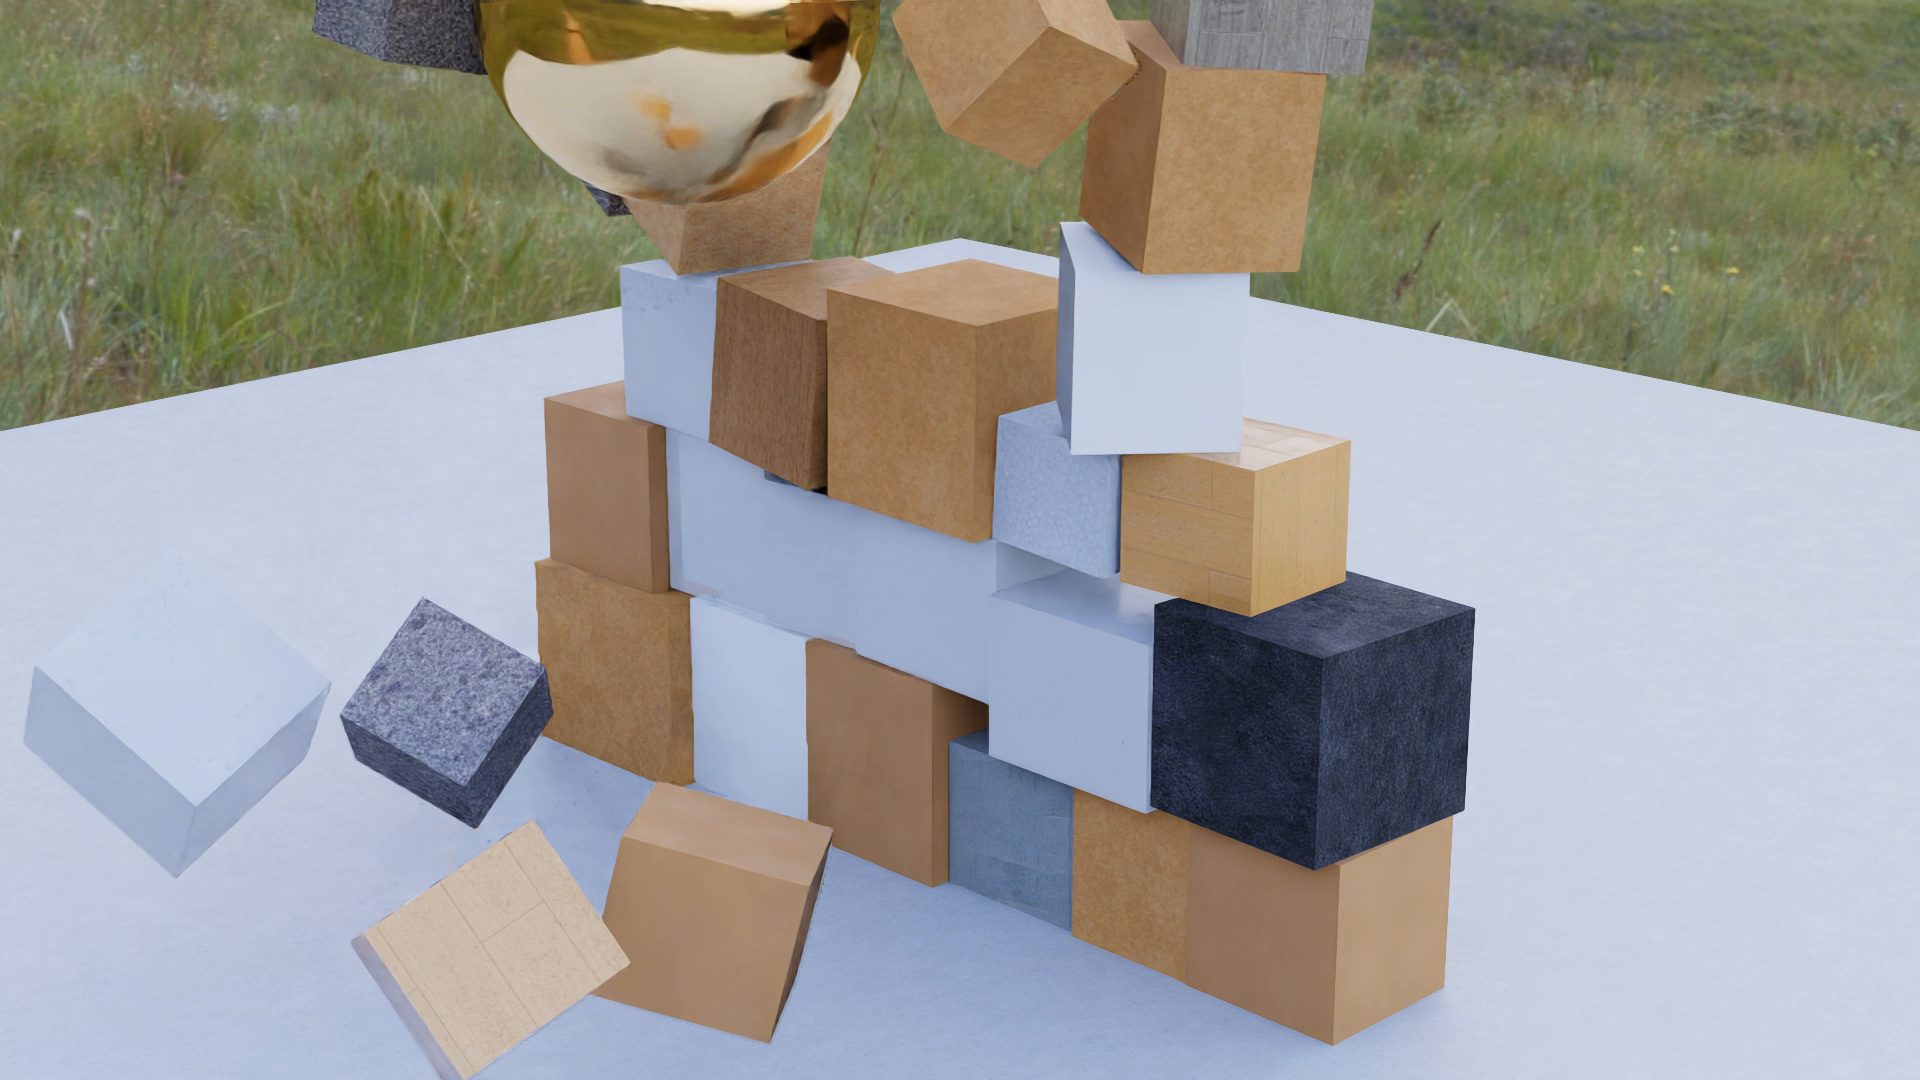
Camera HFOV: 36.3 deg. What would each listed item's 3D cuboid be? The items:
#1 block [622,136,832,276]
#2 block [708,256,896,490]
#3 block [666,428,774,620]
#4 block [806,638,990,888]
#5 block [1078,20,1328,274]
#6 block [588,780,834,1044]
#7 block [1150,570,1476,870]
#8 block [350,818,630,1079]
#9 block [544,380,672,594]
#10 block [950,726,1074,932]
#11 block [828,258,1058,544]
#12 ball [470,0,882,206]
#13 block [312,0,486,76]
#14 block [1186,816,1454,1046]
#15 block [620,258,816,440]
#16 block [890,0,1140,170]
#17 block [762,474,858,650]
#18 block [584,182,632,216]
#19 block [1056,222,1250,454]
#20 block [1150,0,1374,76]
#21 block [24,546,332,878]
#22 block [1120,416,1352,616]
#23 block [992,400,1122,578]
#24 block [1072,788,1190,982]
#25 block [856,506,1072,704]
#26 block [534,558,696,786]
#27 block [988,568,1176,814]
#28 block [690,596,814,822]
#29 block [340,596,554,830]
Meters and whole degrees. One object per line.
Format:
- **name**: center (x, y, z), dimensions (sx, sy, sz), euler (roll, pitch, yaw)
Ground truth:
- **block**: center (-1.124, -1.796, 14.041), dimensions (0.701, 0.729, 0.683), euler (-10, 43, -28)
- **block**: center (-0.603, -0.787, 13.563), dimensions (0.799, 0.802, 0.727), euler (-14, 29, -40)
- **block**: center (-0.919, -0.165, 14.259), dimensions (0.717, 0.835, 0.702), euler (17, 24, 42)
- **block**: center (-0.105, 0.930, 13.755), dimensions (0.897, 0.978, 0.837), euler (-17, 24, -42)
- **block**: center (0.948, -1.567, 11.632), dimensions (0.664, 0.811, 0.739), euler (-3, 25, -18)
- **block**: center (-0.946, 1.408, 11.193), dimensions (0.718, 0.636, 0.709), euler (15, 13, 2)
- **block**: center (1.441, 0.691, 12.038), dimensions (0.934, 0.883, 0.904), euler (-15, 22, -40)
- **block**: center (-1.625, 1.416, 10.070), dimensions (0.670, 0.588, 0.684), euler (-34, 0, -19)
- **block**: center (-1.490, -0.312, 14.778), dimensions (0.811, 0.845, 0.855), euler (17, 24, 42)
- **block**: center (0.461, 1.244, 13.237), dimensions (0.661, 0.689, 0.781), euler (-17, 24, -42)
- **block**: center (0.053, -0.640, 13.000), dimensions (0.913, 0.955, 0.899), euler (18, 25, 42)
- **ball**: center (-1.110, -2.117, 11.513), dimensions (1.600, 1.600, 1.600), euler (0, 17, 0)
- **block**: center (-2.169, -2.353, 12.093), dimensions (0.670, 0.728, 0.658), euler (1, 17, -39)
- **block**: center (1.495, 1.504, 12.242), dimensions (0.754, 0.790, 0.787), euler (-17, 24, -42)
- **block**: center (-1.094, -0.960, 14.169), dimensions (0.754, 0.737, 0.772), euler (-15, 23, -40)
- **block**: center (0.202, -1.867, 10.990), dimensions (0.508, 0.585, 0.608), euler (15, 43, -46)
- **block**: center (-0.429, 0.035, 13.795), dimensions (0.666, 0.706, 0.726), euler (15, 23, 43)
- **block**: center (-1.482, -2.165, 14.564), dimensions (0.784, 0.762, 0.773), euler (-8, 42, -29)
- **block**: center (0.775, -0.833, 11.976), dimensions (0.693, 0.778, 0.627), euler (-1, 24, -4)
- **block**: center (1.182, -2.232, 11.370), dimensions (0.708, 0.654, 0.691), euler (2, 24, -9)
- **block**: center (-3.346, 0.739, 12.516), dimensions (0.892, 0.796, 0.805), euler (41, 56, 4)
- **block**: center (1.138, -0.118, 12.137), dimensions (0.683, 0.609, 0.647), euler (15, 23, 41)
- **block**: center (0.608, -0.255, 12.544), dimensions (0.627, 0.549, 0.673), euler (21, 27, 40)
- **block**: center (0.988, 1.360, 12.748), dimensions (0.752, 0.760, 0.653), euler (-17, 24, -42)
- **block**: center (0.129, 0.181, 13.244), dimensions (0.802, 0.755, 0.884), euler (-16, 25, -42)
- **block**: center (-1.419, 0.559, 14.990), dimensions (1.045, 0.945, 1.036), euler (16, 24, 42)
- **block**: center (0.774, 0.592, 12.692), dimensions (0.909, 0.739, 0.923), euler (-16, 24, -42)
- **block**: center (-0.715, 0.749, 14.351), dimensions (0.868, 0.965, 0.819), euler (17, 24, 42)
- **block**: center (-2.178, 0.743, 12.506), dimensions (0.616, 0.599, 0.615), euler (29, 68, 8)
